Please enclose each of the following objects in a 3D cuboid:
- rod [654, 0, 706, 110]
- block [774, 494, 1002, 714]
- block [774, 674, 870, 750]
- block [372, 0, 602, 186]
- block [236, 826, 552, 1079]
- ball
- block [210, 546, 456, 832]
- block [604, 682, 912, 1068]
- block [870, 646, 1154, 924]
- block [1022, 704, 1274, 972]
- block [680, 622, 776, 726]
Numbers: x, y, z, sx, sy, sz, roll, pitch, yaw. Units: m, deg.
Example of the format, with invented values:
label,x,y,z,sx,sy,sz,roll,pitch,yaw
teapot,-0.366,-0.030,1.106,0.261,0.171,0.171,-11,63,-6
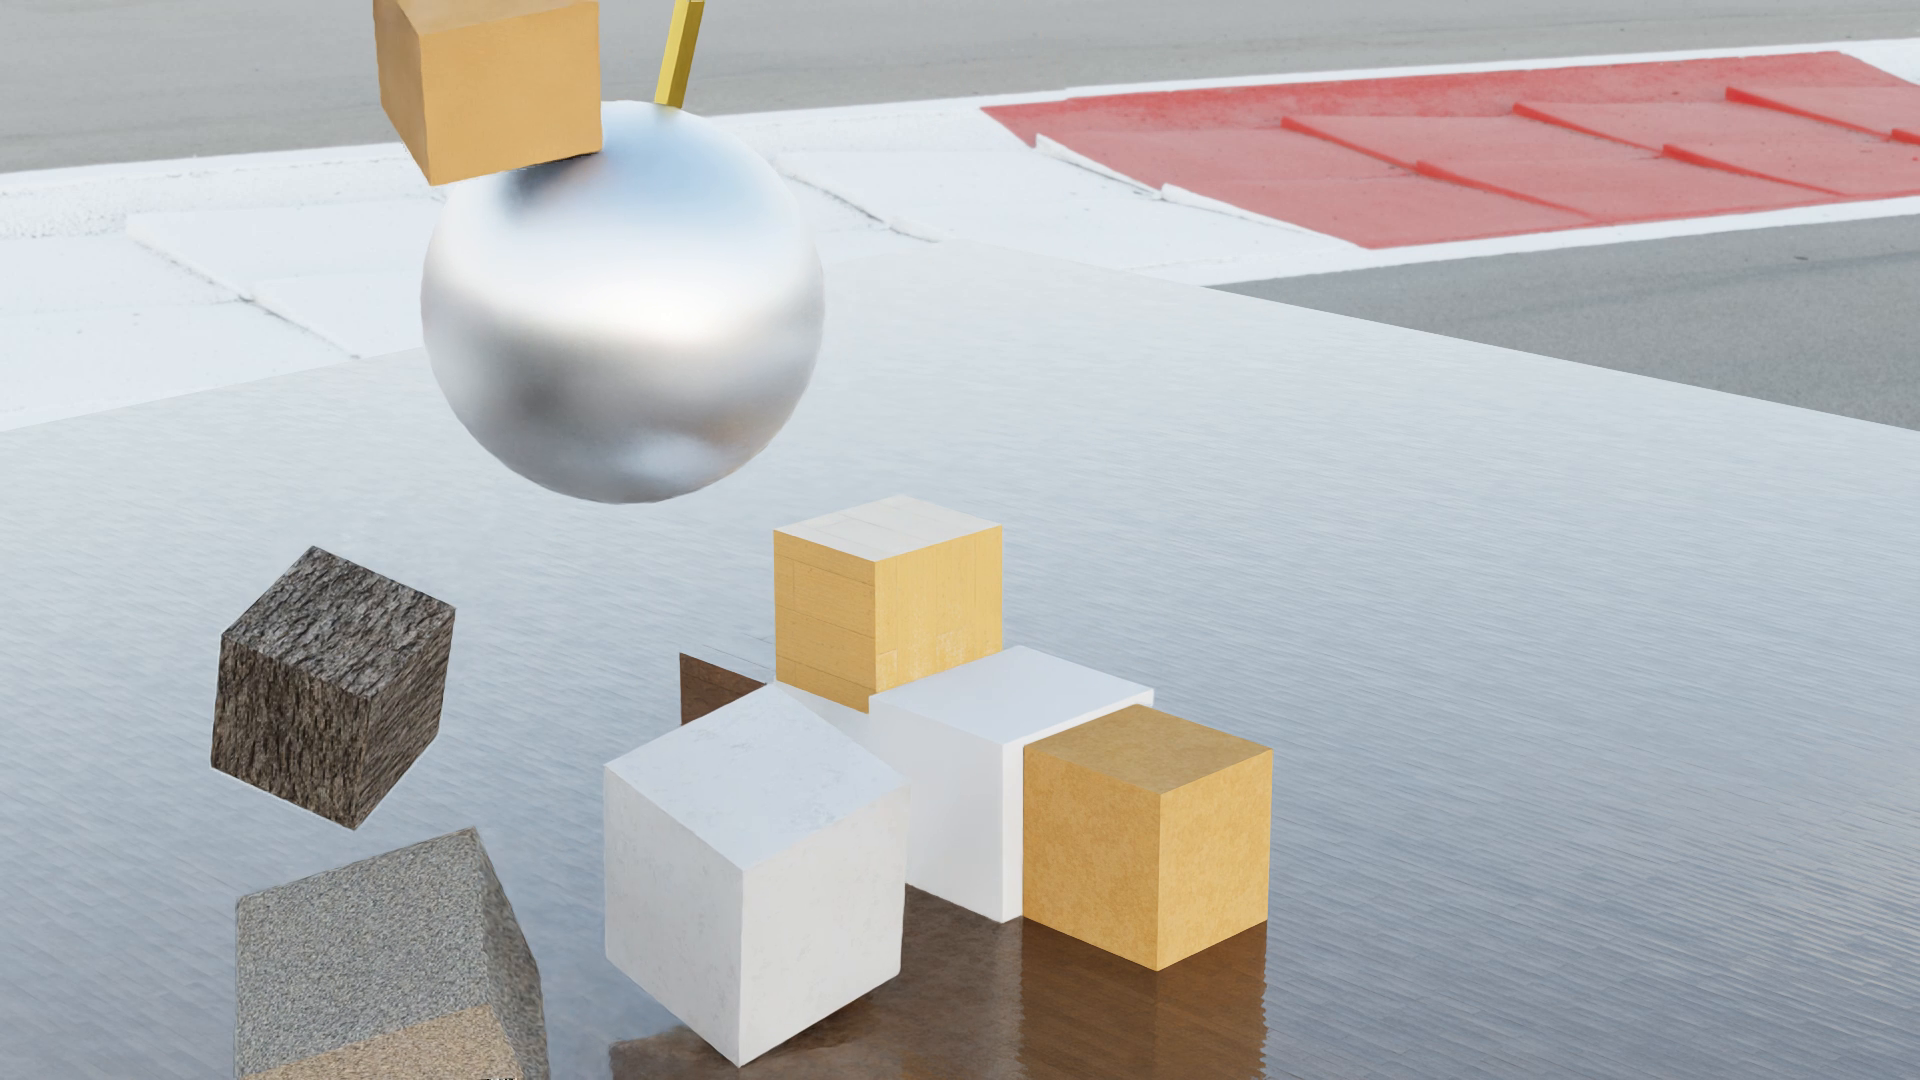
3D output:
label,x,y,z,sx,sy,sz,roll,pitch,yaw
rod,-0.578,-4.244,11.402,0.080,5.200,0.080,17,6,42
block,-0.334,0.293,13.744,0.812,0.744,0.692,-16,24,-42
block,-0.345,0.984,14.001,0.773,0.728,0.755,-17,24,-42
block,-1.761,-1.808,10.911,0.672,0.644,0.591,-16,45,-21
block,-2.057,1.756,10.693,0.913,0.776,0.943,-17,36,-1
ball,-1.334,-0.938,11.649,1.600,1.600,1.600,0,17,0
block,-2.281,0.535,10.672,0.598,0.641,0.610,23,38,9
block,-0.830,1.345,11.901,0.873,1.010,0.854,-25,43,-37
block,0.236,1.097,13.445,0.982,0.846,0.846,-17,24,-42
block,0.821,1.289,12.890,0.740,0.811,0.792,-17,24,-42
block,-0.869,0.860,14.497,0.749,0.667,0.686,-17,24,-42
